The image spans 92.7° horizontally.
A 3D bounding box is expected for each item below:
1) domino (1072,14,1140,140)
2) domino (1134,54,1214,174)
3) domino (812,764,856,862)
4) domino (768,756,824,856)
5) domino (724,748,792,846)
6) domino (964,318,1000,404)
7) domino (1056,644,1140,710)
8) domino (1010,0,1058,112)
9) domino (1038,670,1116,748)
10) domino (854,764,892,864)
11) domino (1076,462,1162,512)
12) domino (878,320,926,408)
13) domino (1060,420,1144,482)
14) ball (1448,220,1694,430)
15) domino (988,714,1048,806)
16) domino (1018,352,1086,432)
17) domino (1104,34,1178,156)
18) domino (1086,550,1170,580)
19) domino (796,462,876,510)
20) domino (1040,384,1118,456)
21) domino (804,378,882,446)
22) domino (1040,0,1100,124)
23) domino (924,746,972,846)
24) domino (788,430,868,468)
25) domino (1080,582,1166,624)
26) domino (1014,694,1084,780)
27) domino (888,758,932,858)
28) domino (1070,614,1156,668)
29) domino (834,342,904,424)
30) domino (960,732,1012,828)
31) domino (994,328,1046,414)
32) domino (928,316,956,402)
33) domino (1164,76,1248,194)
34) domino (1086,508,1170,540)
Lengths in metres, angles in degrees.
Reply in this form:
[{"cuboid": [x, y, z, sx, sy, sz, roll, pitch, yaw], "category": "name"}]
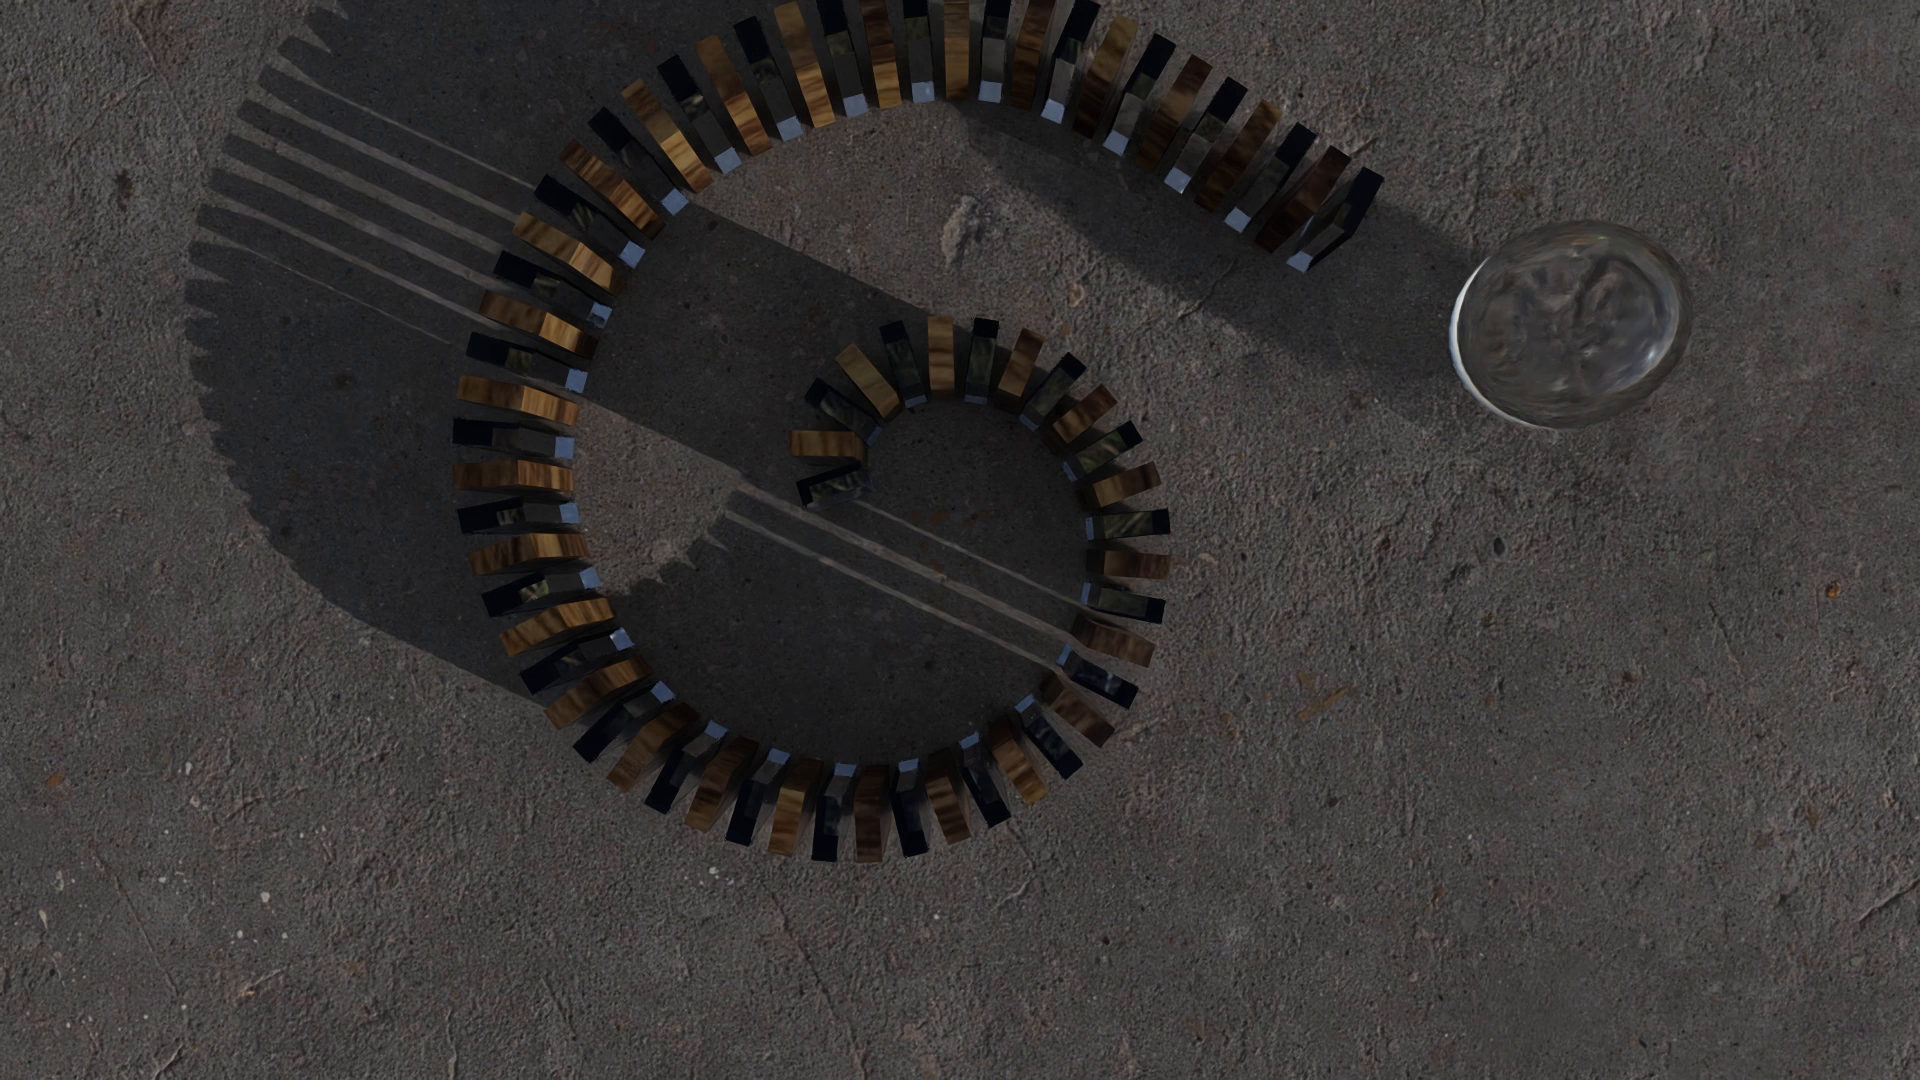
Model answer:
[{"cuboid": [0.059, -0.188, 0.375, 0.010, 0.050, 0.025, 27, 90, 0], "category": "domino"}, {"cuboid": [0.086, -0.173, 0.375, 0.010, 0.050, 0.025, 32, 90, 0], "category": "domino"}, {"cuboid": [-0.051, 0.110, 0.375, 0.009, 0.050, 0.025, 6, 90, 0], "category": "domino"}, {"cuboid": [-0.066, 0.108, 0.375, 0.009, 0.050, 0.025, 12, 90, 0], "category": "domino"}, {"cuboid": [-0.082, 0.104, 0.375, 0.010, 0.050, 0.025, 17, 90, 0], "category": "domino"}, {"cuboid": [0.008, -0.072, 0.375, 0.010, 0.050, 0.025, 9, 90, 0], "category": "domino"}, {"cuboid": [0.055, 0.055, 0.375, 0.025, 0.050, 0.009, 27, 90, 0], "category": "domino"}, {"cuboid": [0.030, -0.200, 0.375, 0.009, 0.050, 0.025, 17, 90, 0], "category": "domino"}, {"cuboid": [0.047, 0.068, 0.375, 0.025, 0.050, 0.010, 39, 90, 0], "category": "domino"}, {"cuboid": [-0.035, 0.111, 0.375, 0.009, 0.050, 0.025, -3, 90, 0], "category": "domino"}, {"cuboid": [0.064, -0.021, 0.375, 0.025, 0.050, 0.010, -21, 90, 0], "category": "domino"}, {"cuboid": [-0.023, -0.071, 0.375, 0.010, 0.050, 0.025, -18, 90, 0], "category": "domino"}, {"cuboid": [0.057, -0.035, 0.375, 0.025, 0.050, 0.009, -31, 90, 0], "category": "domino"}, {"cuboid": [0.237, -0.084, 0.360, 0.080, 0.080, 0.080, 0, 90, 0], "category": "ball"}, {"cuboid": [0.023, 0.089, 0.375, 0.009, 0.050, 0.025, -34, 90, 0], "category": "domino"}, {"cuboid": [0.037, -0.060, 0.375, 0.009, 0.050, 0.025, 41, 90, 0], "category": "domino"}, {"cuboid": [0.073, -0.181, 0.375, 0.010, 0.050, 0.025, 30, 90, 0], "category": "domino"}, {"cuboid": [0.068, 0.010, 0.375, 0.025, 0.050, 0.009, 4, 90, 0], "category": "domino"}, {"cuboid": [-0.050, -0.022, 0.375, 0.025, 0.050, 0.009, -18, 90, 0], "category": "domino"}, {"cuboid": [0.048, -0.048, 0.375, 0.025, 0.050, 0.009, -40, 90, 0], "category": "domino"}, {"cuboid": [-0.047, -0.051, 0.375, 0.025, 0.050, 0.010, 34, 90, 0], "category": "domino"}, {"cuboid": [0.045, -0.195, 0.375, 0.009, 0.050, 0.025, 23, 90, 0], "category": "domino"}, {"cuboid": [-0.005, 0.103, 0.375, 0.010, 0.050, 0.025, -22, 90, 0], "category": "domino"}, {"cuboid": [-0.053, -0.037, 0.375, 0.025, 0.050, 0.010, 1, 90, 0], "category": "domino"}, {"cuboid": [0.066, 0.025, 0.375, 0.025, 0.050, 0.010, 11, 90, 0], "category": "domino"}, {"cuboid": [0.036, 0.079, 0.375, 0.009, 0.050, 0.025, -41, 90, 0], "category": "domino"}, {"cuboid": [-0.020, 0.108, 0.375, 0.009, 0.050, 0.025, -14, 90, 0], "category": "domino"}, {"cuboid": [0.061, 0.040, 0.375, 0.025, 0.050, 0.010, 19, 90, 0], "category": "domino"}, {"cuboid": [-0.036, -0.063, 0.375, 0.009, 0.050, 0.025, -40, 90, 0], "category": "domino"}, {"cuboid": [0.010, 0.097, 0.375, 0.010, 0.050, 0.025, -28, 90, 0], "category": "domino"}, {"cuboid": [0.024, -0.068, 0.375, 0.009, 0.050, 0.025, 23, 90, 0], "category": "domino"}, {"cuboid": [-0.007, -0.073, 0.375, 0.010, 0.050, 0.025, -2, 90, 0], "category": "domino"}, {"cuboid": [0.100, -0.164, 0.375, 0.010, 0.050, 0.025, 33, 90, 0], "category": "domino"}, {"cuboid": [0.068, -0.006, 0.375, 0.025, 0.050, 0.010, -6, 90, 0], "category": "domino"}]
